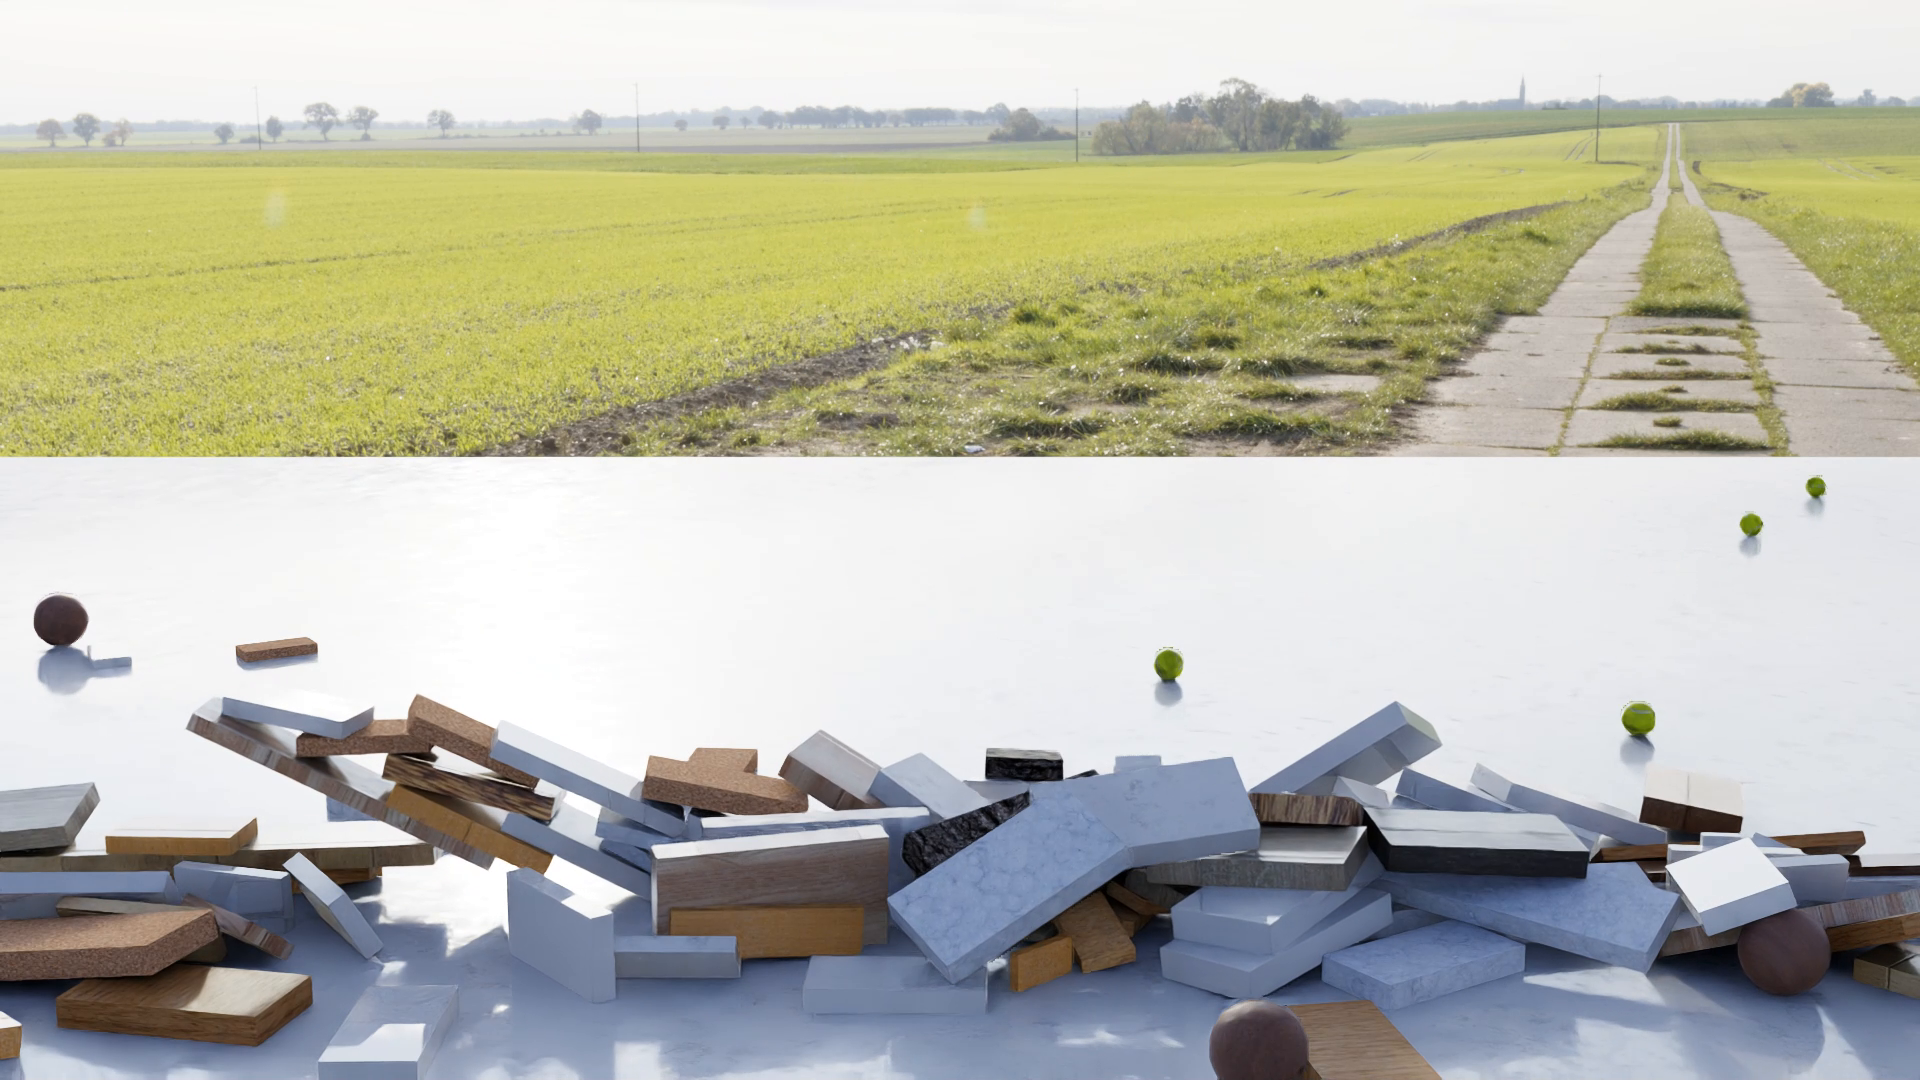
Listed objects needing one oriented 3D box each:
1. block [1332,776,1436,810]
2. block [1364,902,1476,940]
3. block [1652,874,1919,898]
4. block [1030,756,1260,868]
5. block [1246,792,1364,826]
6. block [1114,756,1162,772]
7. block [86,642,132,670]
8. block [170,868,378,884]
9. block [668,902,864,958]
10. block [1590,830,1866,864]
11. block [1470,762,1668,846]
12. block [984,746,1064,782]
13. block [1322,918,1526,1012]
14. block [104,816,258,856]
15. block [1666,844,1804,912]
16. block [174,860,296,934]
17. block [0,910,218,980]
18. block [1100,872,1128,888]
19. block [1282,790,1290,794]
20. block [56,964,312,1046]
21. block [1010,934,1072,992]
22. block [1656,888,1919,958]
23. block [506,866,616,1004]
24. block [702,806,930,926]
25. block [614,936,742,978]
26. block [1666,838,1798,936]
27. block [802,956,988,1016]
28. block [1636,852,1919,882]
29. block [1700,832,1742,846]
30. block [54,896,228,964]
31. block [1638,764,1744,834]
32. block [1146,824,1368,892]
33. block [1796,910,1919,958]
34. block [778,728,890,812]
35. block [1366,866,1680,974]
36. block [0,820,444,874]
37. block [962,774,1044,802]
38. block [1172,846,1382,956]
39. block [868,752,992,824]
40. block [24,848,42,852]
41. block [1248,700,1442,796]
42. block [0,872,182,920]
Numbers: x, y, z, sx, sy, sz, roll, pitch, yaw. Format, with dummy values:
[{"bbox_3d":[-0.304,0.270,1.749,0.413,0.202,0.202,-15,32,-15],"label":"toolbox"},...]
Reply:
[{"bbox_3d":[0.812,0.495,3.746,0.337,0.048,0.168,18,7,-6],"label":"block"},{"bbox_3d":[0.726,0.590,3.560,0.284,0.040,0.142,-4,11,-19],"label":"block"},{"bbox_3d":[1.429,0.571,3.692,0.815,0.029,0.104,-1,11,-4],"label":"block"},{"bbox_3d":[0.285,0.430,3.416,0.327,0.046,0.163,-7,38,-7],"label":"block"},{"bbox_3d":[0.493,0.444,3.560,0.313,0.044,0.157,0,-15,22],"label":"block"},{"bbox_3d":[0.286,0.407,3.533,0.078,0.022,0.156,-2,35,6],"label":"block"},{"bbox_3d":[-2.045,0.277,5.286,0.087,0.025,0.175,-5,12,-26],"label":"block"},{"bbox_3d":[-1.515,0.552,3.668,1.079,0.030,0.106,-1,11,-1],"label":"block"},{"bbox_3d":[-0.296,0.597,3.358,0.296,0.078,0.022,1,14,-16],"label":"block"},{"bbox_3d":[1.303,0.531,3.738,0.447,0.023,0.080,-4,-25,-2],"label":"block"},{"bbox_3d":[1.075,0.473,3.889,0.324,0.038,0.135,18,5,-16],"label":"block"},{"bbox_3d":[0.121,0.429,4.210,0.144,0.041,0.288,3,-2,1],"label":"block"},{"bbox_3d":[0.698,0.636,3.309,0.284,0.040,0.142,-7,13,-33],"label":"block"},{"bbox_3d":[-1.282,0.486,3.626,0.212,0.030,0.106,0,11,6],"label":"block"},{"bbox_3d":[1.260,0.553,3.581,0.208,0.104,0.029,1,11,6],"label":"block"},{"bbox_3d":[-1.160,0.571,3.515,0.199,0.093,0.026,3,14,17],"label":"block"},{"bbox_3d":[-1.335,0.608,3.285,0.417,0.044,0.156,-6,8,18],"label":"block"},{"bbox_3d":[0.169,0.494,3.560,0.344,0.049,0.172,-16,43,-32],"label":"block"},{"bbox_3d":[0.700,0.508,3.720,0.307,0.043,0.153,17,7,-13],"label":"block"},{"bbox_3d":[-1.112,0.662,3.158,0.311,0.044,0.156,2,11,12],"label":"block"},{"bbox_3d":[0.122,0.631,3.288,0.115,0.058,0.016,-10,14,-43],"label":"block"},{"bbox_3d":[1.358,0.589,3.444,0.601,0.034,0.121,-4,-15,-22],"label":"block"},{"bbox_3d":[-0.602,0.591,3.304,0.037,0.131,0.263,-8,13,-38],"label":"block"},{"bbox_3d":[-0.228,0.528,3.505,0.360,0.180,0.051,-2,10,-10],"label":"block"},{"bbox_3d":[-0.423,0.621,3.273,0.186,0.026,0.093,0,-34,0],"label":"block"},{"bbox_3d":[1.170,0.525,3.348,0.135,0.038,0.269,-22,3,9],"label":"block"},{"bbox_3d":[-0.092,0.653,3.227,0.263,0.037,0.131,0,11,2],"label":"block"},{"bbox_3d":[1.426,0.548,3.686,0.590,0.017,0.060,-1,11,-5],"label":"block"},{"bbox_3d":[1.243,0.541,3.605,0.060,0.121,0.017,1,11,5],"label":"block"},{"bbox_3d":[-1.255,0.598,3.374,0.254,0.090,0.026,2,35,13],"label":"block"},{"bbox_3d":[1.333,0.476,4.007,0.168,0.048,0.337,11,8,18],"label":"block"},{"bbox_3d":[0.463,0.490,3.423,0.313,0.044,0.157,-2,13,24],"label":"block"},{"bbox_3d":[1.383,0.586,3.298,0.121,0.034,0.241,-7,-14,-18],"label":"block"},{"bbox_3d":[-0.117,0.455,3.722,0.372,0.043,0.152,31,19,10],"label":"block"},{"bbox_3d":[0.860,0.549,3.433,0.481,0.041,0.144,12,37,34],"label":"block"},{"bbox_3d":[-1.278,0.515,3.655,0.829,0.037,0.131,-2,11,-2],"label":"block"},{"bbox_3d":[0.090,0.462,4.117,0.123,0.035,0.247,2,-2,12],"label":"block"},{"bbox_3d":[0.493,0.541,3.394,0.172,0.049,0.344,3,15,38],"label":"block"},{"bbox_3d":[0.008,0.475,3.704,0.304,0.043,0.152,35,20,18],"label":"block"},{"bbox_3d":[-1.583,0.485,3.676,0.181,0.026,0.090,4,12,23],"label":"block"},{"bbox_3d":[0.668,0.405,3.855,0.327,0.046,0.163,-35,-34,19],"label":"block"},{"bbox_3d":[-1.358,0.569,3.443,0.261,0.131,0.037,0,51,-1],"label":"block"}]
